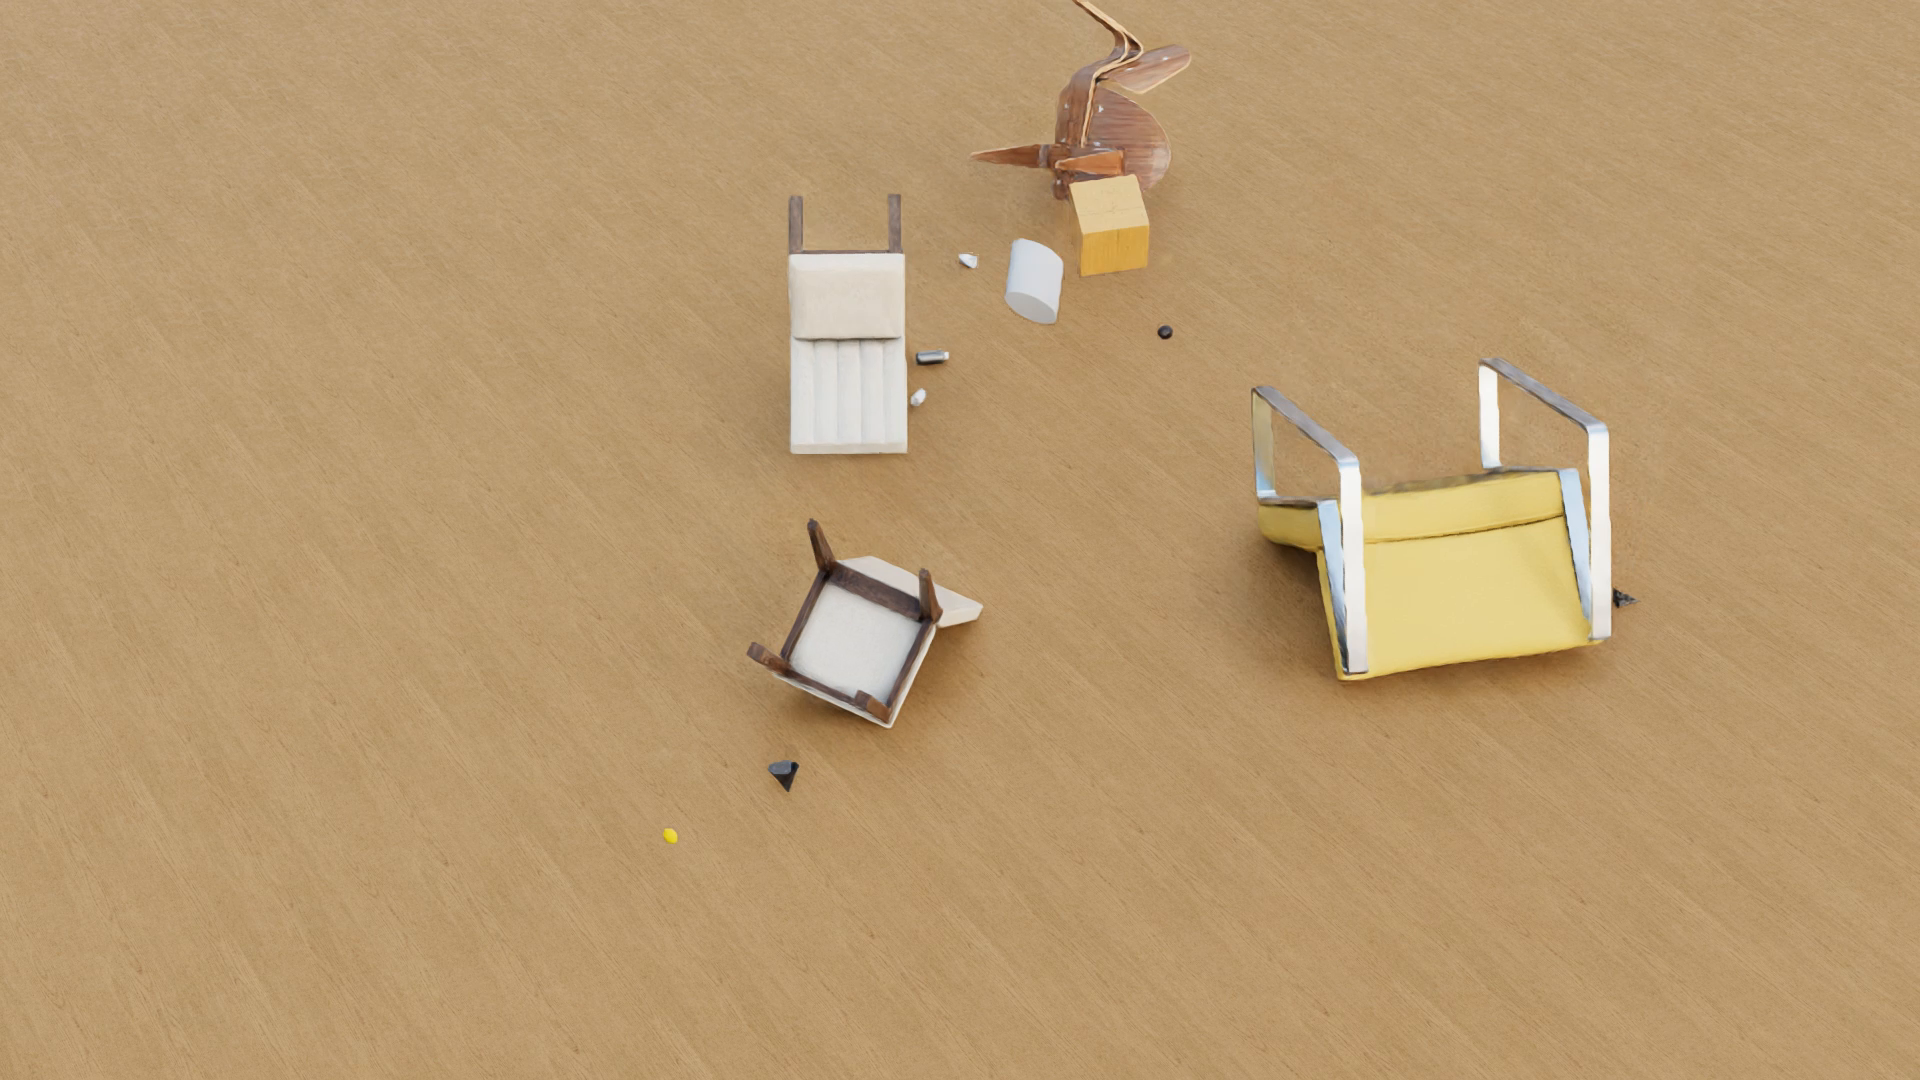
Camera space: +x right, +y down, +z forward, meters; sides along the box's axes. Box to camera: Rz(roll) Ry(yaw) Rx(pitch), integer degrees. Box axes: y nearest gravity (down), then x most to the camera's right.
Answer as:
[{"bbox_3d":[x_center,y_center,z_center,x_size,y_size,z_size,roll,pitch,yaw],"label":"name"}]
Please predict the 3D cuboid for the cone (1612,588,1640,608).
[{"bbox_3d":[2.417,0.216,10.598,0.101,0.039,0.103,8,35,-7],"label":"cone"}]

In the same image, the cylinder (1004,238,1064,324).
[{"bbox_3d":[0.302,-1.048,11.883,0.250,0.131,0.279,28,51,-27],"label":"cylinder"}]

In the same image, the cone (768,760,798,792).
[{"bbox_3d":[-0.574,0.791,9.663,0.094,0.093,0.120,-24,23,-34],"label":"cone"}]

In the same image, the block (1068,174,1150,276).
[{"bbox_3d":[0.623,-1.321,12.308,0.283,0.270,0.283,-9,55,-5],"label":"block"}]
